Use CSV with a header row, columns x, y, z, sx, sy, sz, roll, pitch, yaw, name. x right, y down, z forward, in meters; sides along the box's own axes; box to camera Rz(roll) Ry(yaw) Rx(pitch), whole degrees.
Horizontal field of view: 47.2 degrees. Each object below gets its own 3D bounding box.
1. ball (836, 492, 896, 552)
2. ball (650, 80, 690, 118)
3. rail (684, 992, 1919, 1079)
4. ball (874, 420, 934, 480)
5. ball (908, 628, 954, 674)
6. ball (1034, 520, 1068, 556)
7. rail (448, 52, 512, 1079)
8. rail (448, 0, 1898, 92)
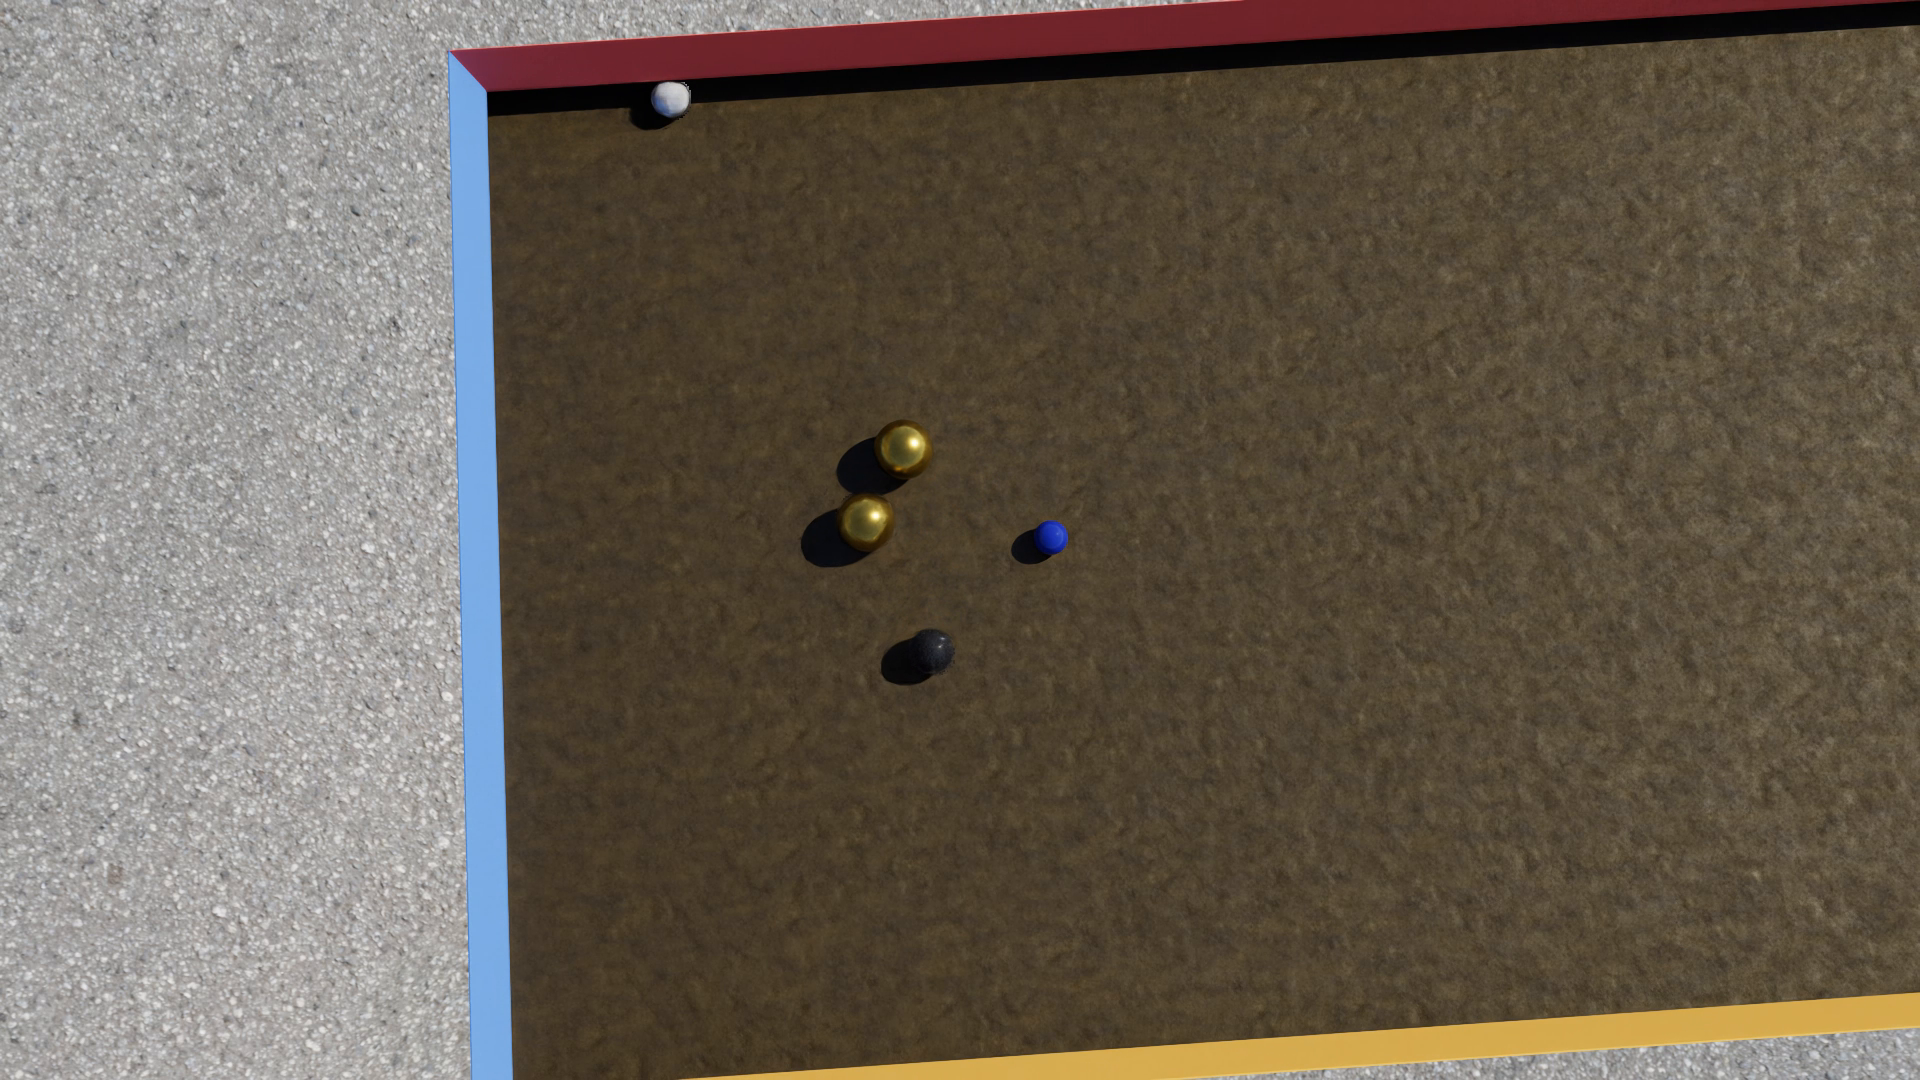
x,y,z,sx,sy,sz,roll,pitch,yaw,name
-0.141,-0.027,3.298,0.089,0.089,0.089,0,78,0,ball
-0.455,-0.693,3.450,0.060,0.060,0.060,0,78,0,ball
0.784,0.708,3.130,2.932,0.118,0.045,-4,78,-1,rail
-0.085,-0.137,3.320,0.091,0.091,0.091,0,78,0,ball
-0.042,0.165,3.269,0.069,0.069,0.069,0,78,0,ball
0.137,-0.004,3.312,0.053,0.053,0.053,0,78,0,ball
-0.708,0.043,3.268,0.045,0.118,1.606,-4,78,-1,rail
0.678,-0.815,3.445,2.932,0.118,0.045,-4,78,-1,rail
